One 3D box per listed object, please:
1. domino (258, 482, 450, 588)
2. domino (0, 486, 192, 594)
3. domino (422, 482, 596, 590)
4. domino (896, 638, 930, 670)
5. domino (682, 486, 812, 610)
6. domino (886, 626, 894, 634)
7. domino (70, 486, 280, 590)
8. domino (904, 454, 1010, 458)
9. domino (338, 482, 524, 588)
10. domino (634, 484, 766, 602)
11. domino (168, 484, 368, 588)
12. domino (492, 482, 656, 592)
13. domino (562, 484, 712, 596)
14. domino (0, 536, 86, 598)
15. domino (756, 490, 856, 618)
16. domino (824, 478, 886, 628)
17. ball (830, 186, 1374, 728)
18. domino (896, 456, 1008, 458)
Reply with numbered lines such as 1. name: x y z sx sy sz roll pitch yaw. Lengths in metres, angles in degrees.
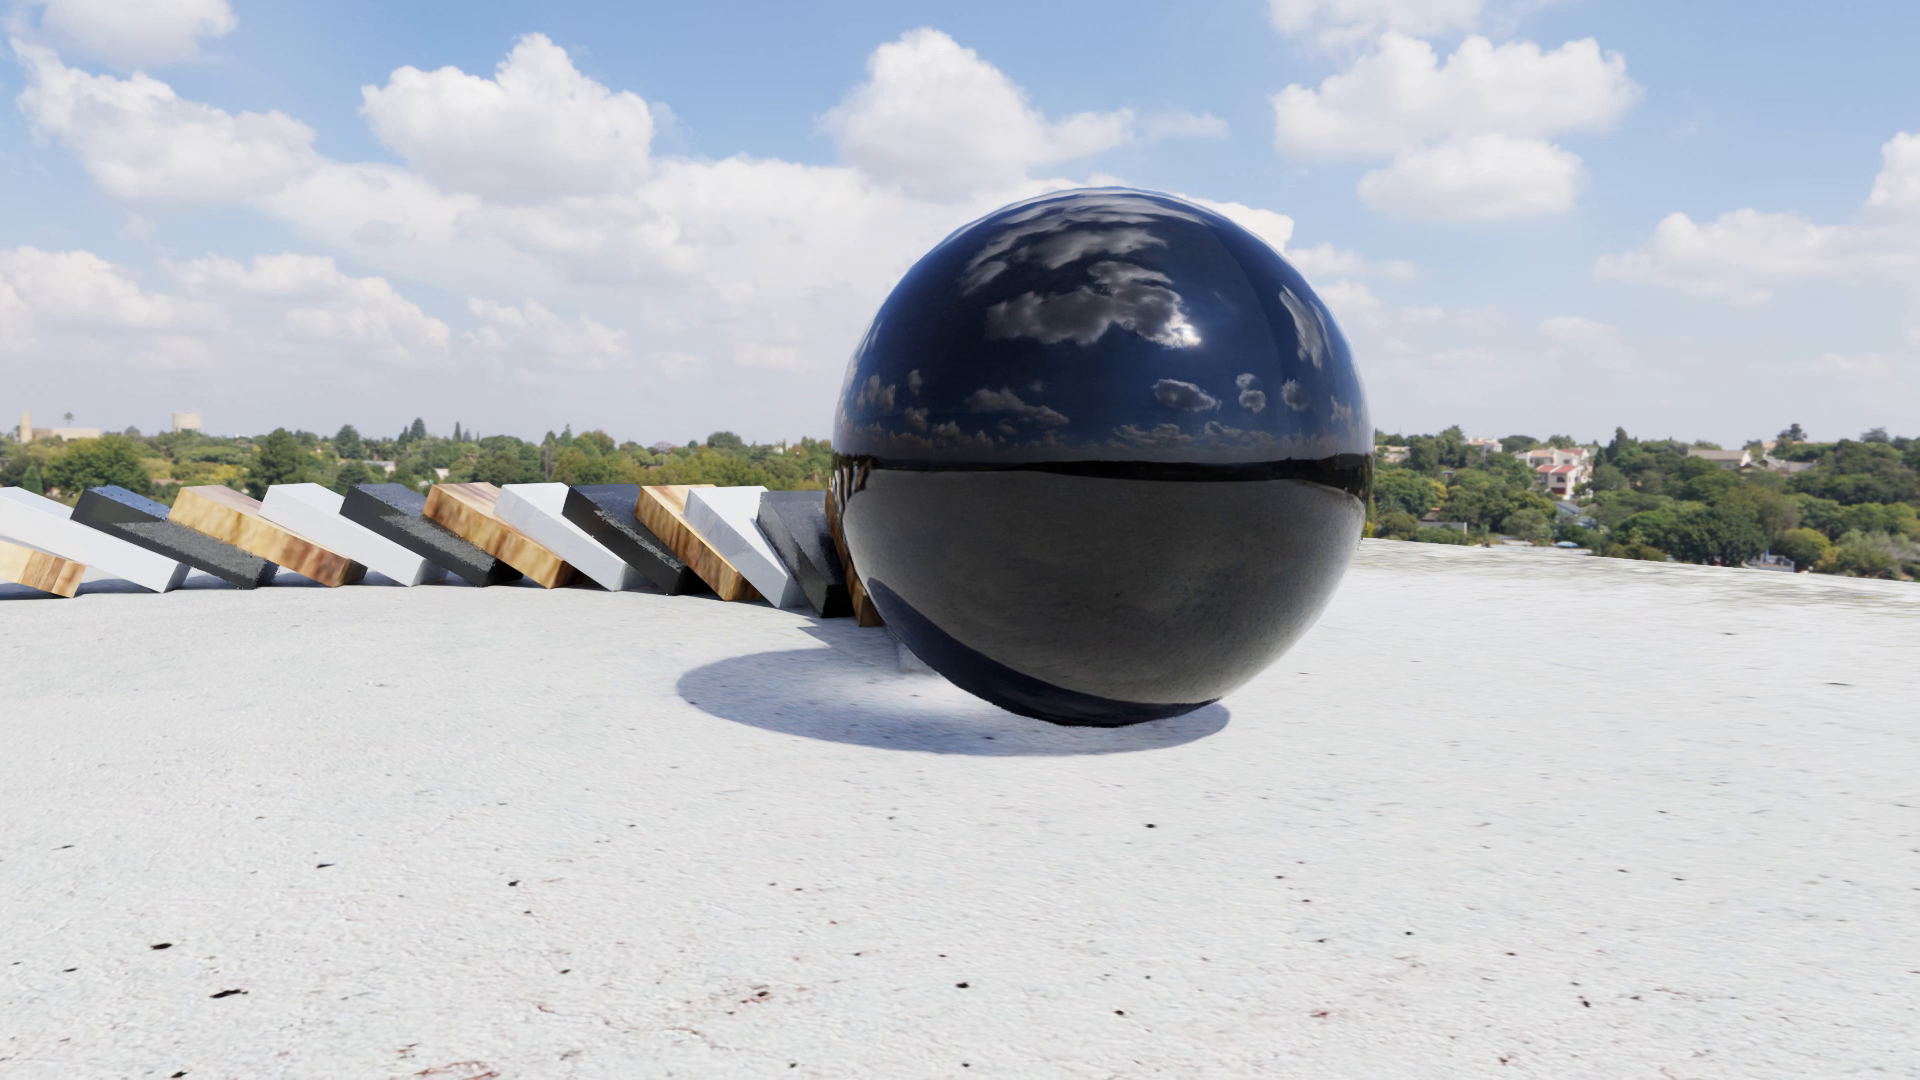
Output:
1. domino: -0.183 -0.002 0.393 0.050 0.009 0.025 26 4 -1
2. domino: -0.251 0.000 0.369 0.050 0.010 0.025 26 -5 -20
3. domino: -0.136 -0.002 0.393 0.050 0.009 0.025 28 12 15
4. domino: -0.001 0.003 0.257 0.025 0.009 0.050 0 45 -5
5. domino: -0.052 0.001 0.353 0.025 0.010 0.050 -4 32 -44
6. domino: -0.005 0.000 0.301 0.025 0.009 0.050 0 45 -4
7. domino: -0.230 -0.001 0.379 0.050 0.009 0.025 25 -3 -16
8. domino: 0.000 0.001 0.287 0.025 0.009 0.050 1 45 -4
9. domino: -0.160 -0.002 0.394 0.050 0.009 0.025 26 7 5
10. domino: -0.069 0.000 0.368 0.025 0.009 0.050 -4 32 -46
11. domino: -0.207 -0.001 0.388 0.050 0.009 0.025 25 1 -8
12. domino: -0.113 -0.002 0.387 0.050 0.009 0.025 29 15 20
13. domino: -0.091 -0.001 0.379 0.050 0.009 0.025 32 20 27
14. domino: -0.269 0.002 0.350 0.050 0.009 0.025 25 -11 -35
15. domino: -0.033 0.003 0.336 0.025 0.009 0.050 -2 30 -29
16. domino: -0.017 0.002 0.319 0.025 0.009 0.050 -1 35 -16
17. ball: 0.020 -0.012 0.193 0.080 0.080 0.080 0 4 0
18. domino: -0.001 0.002 0.272 0.025 0.009 0.050 0 45 -5
